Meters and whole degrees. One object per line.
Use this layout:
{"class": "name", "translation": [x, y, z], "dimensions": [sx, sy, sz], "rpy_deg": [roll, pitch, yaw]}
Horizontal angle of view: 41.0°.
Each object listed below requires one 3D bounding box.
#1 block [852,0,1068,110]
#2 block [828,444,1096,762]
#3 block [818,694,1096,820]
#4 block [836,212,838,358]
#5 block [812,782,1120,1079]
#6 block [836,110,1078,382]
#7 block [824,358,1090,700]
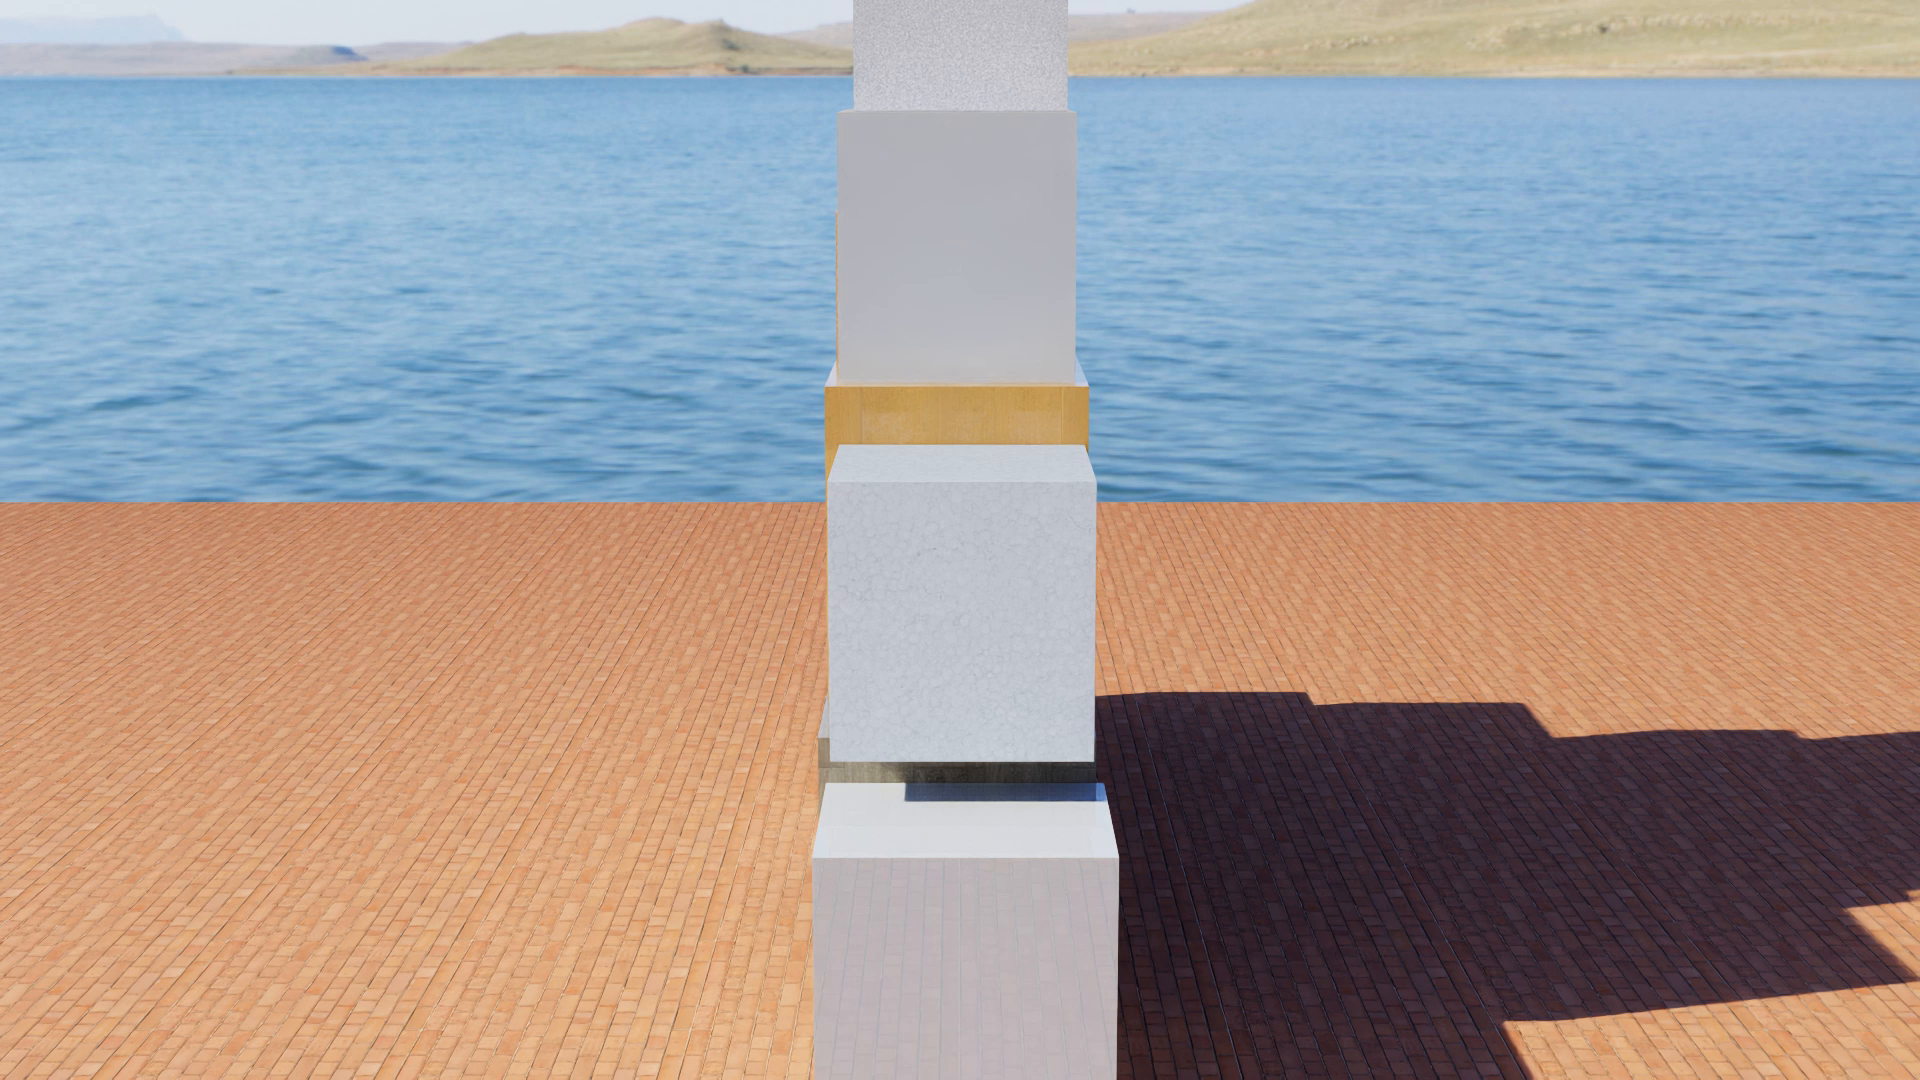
{"class": "block", "translation": [0.002, -2.246, 10.325], "dimensions": [0.829, 1.011, 0.919], "rpy_deg": [0, 10, 0]}
{"class": "block", "translation": [0.007, 0.207, 9.279], "dimensions": [0.920, 0.987, 0.883], "rpy_deg": [0, 10, 0]}
{"class": "block", "translation": [-0.010, 1.180, 9.884], "dimensions": [1.006, 1.143, 1.073], "rpy_deg": [0, 10, 0]}
{"class": "block", "translation": [-0.017, -1.001, 11.107], "dimensions": [0.993, 0.878, 0.970], "rpy_deg": [0, 11, 0]}
{"class": "block", "translation": [0.018, 1.439, 8.919], "dimensions": [1.004, 0.977, 0.900], "rpy_deg": [0, 10, 0]}
{"class": "block", "translation": [-0.011, -1.177, 10.095], "dimensions": [0.895, 1.010, 0.951], "rpy_deg": [0, 10, 0]}
{"class": "block", "translation": [-0.012, -0.073, 10.213], "dimensions": [0.990, 1.205, 1.034], "rpy_deg": [0, 10, 0]}
